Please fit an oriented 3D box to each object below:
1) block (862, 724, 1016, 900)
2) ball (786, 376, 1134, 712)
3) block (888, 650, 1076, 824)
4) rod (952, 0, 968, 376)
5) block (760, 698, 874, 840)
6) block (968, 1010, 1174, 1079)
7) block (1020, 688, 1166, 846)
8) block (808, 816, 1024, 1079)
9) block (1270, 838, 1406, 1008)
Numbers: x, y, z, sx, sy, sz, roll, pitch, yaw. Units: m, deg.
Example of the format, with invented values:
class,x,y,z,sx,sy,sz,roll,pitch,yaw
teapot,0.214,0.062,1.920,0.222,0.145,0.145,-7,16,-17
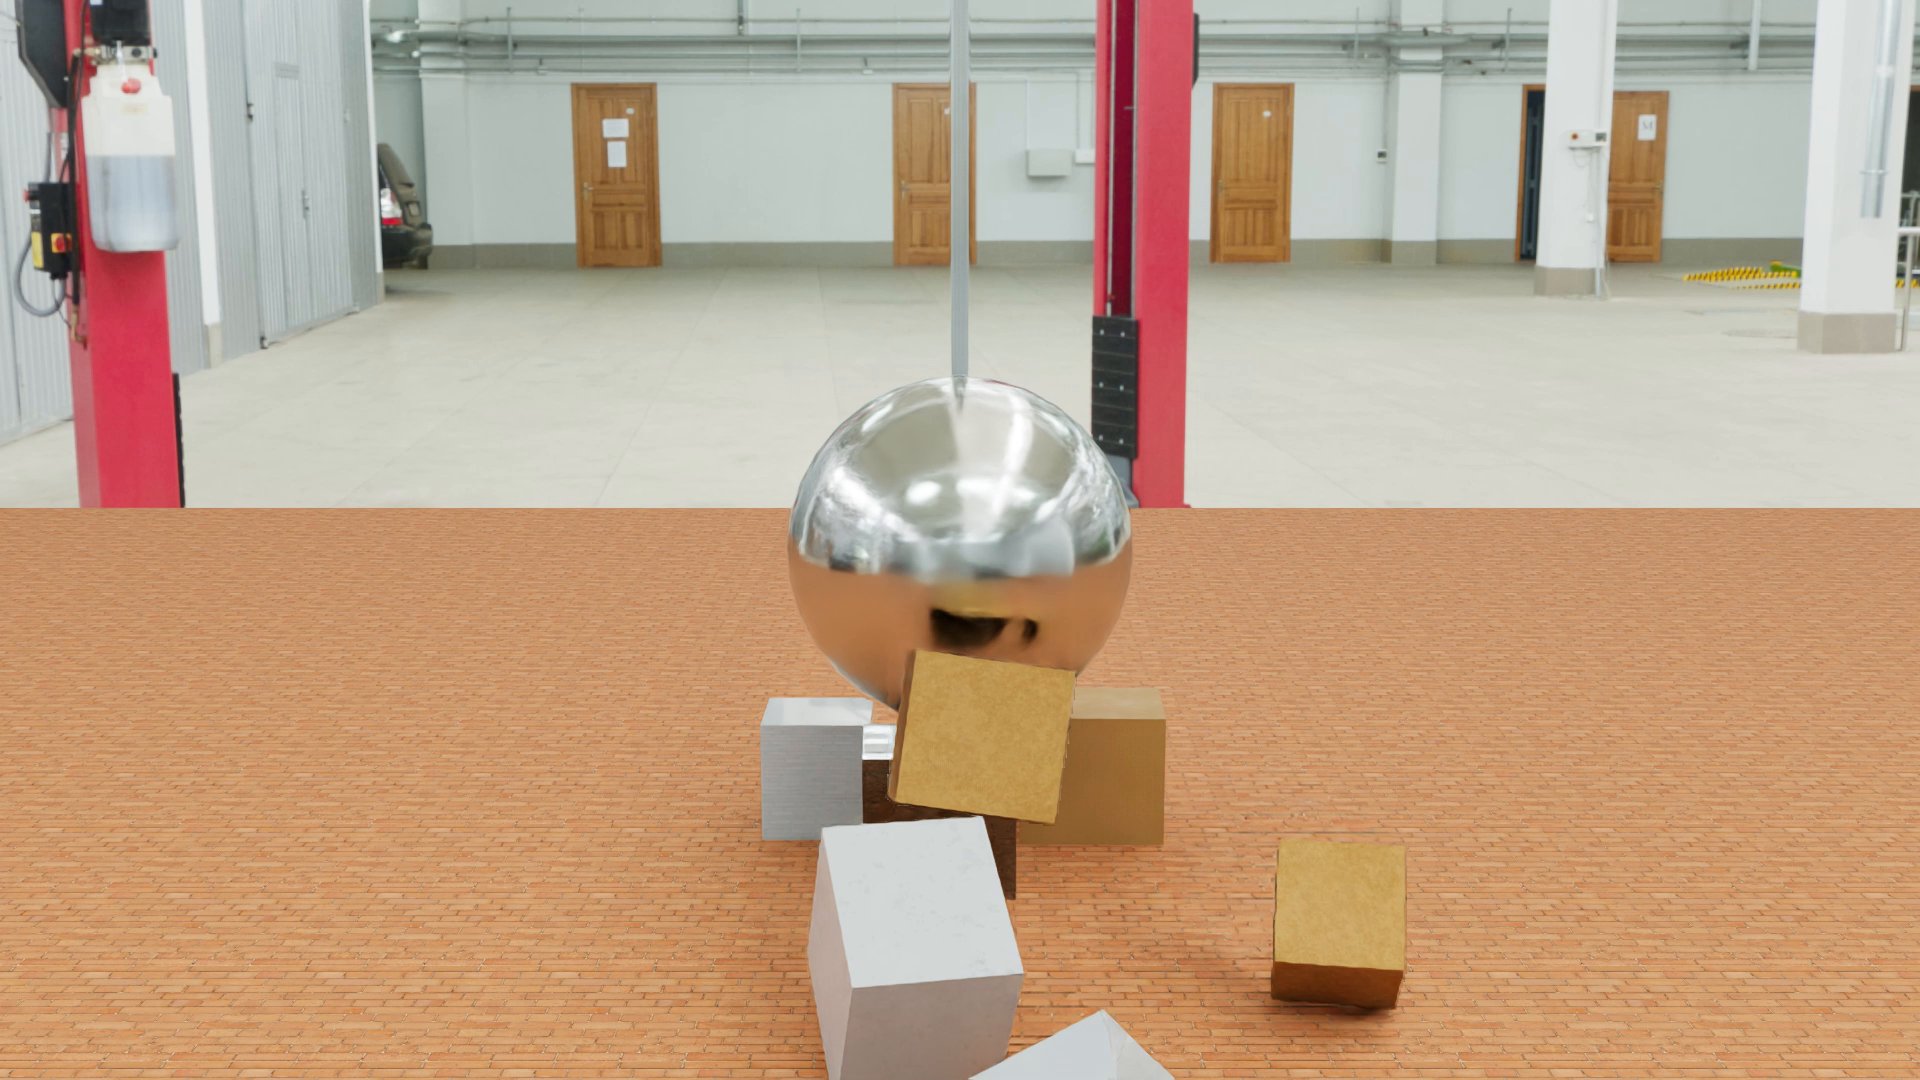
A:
class,x,y,z,sx,sy,sz,roll,pitch,yaw
block,-0.105,1.293,10.527,0.713,0.689,0.622,0,10,-2
ball,0.000,0.045,10.155,1.600,1.600,1.600,0,10,0
block,0.077,0.790,8.922,0.635,0.602,0.558,8,-4,-5
rod,0.000,-3.355,10.122,0.080,5.200,0.080,0,1,0
block,-0.730,1.179,11.397,0.550,0.602,0.559,0,10,0
block,0.346,1.878,6.291,0.634,0.594,0.639,-31,35,16
block,0.674,1.159,11.358,0.727,0.656,0.632,0,10,2
block,-0.186,1.563,8.128,0.609,0.746,0.727,-2,42,-13
block,1.531,1.561,8.934,0.501,0.512,0.511,3,-28,8
